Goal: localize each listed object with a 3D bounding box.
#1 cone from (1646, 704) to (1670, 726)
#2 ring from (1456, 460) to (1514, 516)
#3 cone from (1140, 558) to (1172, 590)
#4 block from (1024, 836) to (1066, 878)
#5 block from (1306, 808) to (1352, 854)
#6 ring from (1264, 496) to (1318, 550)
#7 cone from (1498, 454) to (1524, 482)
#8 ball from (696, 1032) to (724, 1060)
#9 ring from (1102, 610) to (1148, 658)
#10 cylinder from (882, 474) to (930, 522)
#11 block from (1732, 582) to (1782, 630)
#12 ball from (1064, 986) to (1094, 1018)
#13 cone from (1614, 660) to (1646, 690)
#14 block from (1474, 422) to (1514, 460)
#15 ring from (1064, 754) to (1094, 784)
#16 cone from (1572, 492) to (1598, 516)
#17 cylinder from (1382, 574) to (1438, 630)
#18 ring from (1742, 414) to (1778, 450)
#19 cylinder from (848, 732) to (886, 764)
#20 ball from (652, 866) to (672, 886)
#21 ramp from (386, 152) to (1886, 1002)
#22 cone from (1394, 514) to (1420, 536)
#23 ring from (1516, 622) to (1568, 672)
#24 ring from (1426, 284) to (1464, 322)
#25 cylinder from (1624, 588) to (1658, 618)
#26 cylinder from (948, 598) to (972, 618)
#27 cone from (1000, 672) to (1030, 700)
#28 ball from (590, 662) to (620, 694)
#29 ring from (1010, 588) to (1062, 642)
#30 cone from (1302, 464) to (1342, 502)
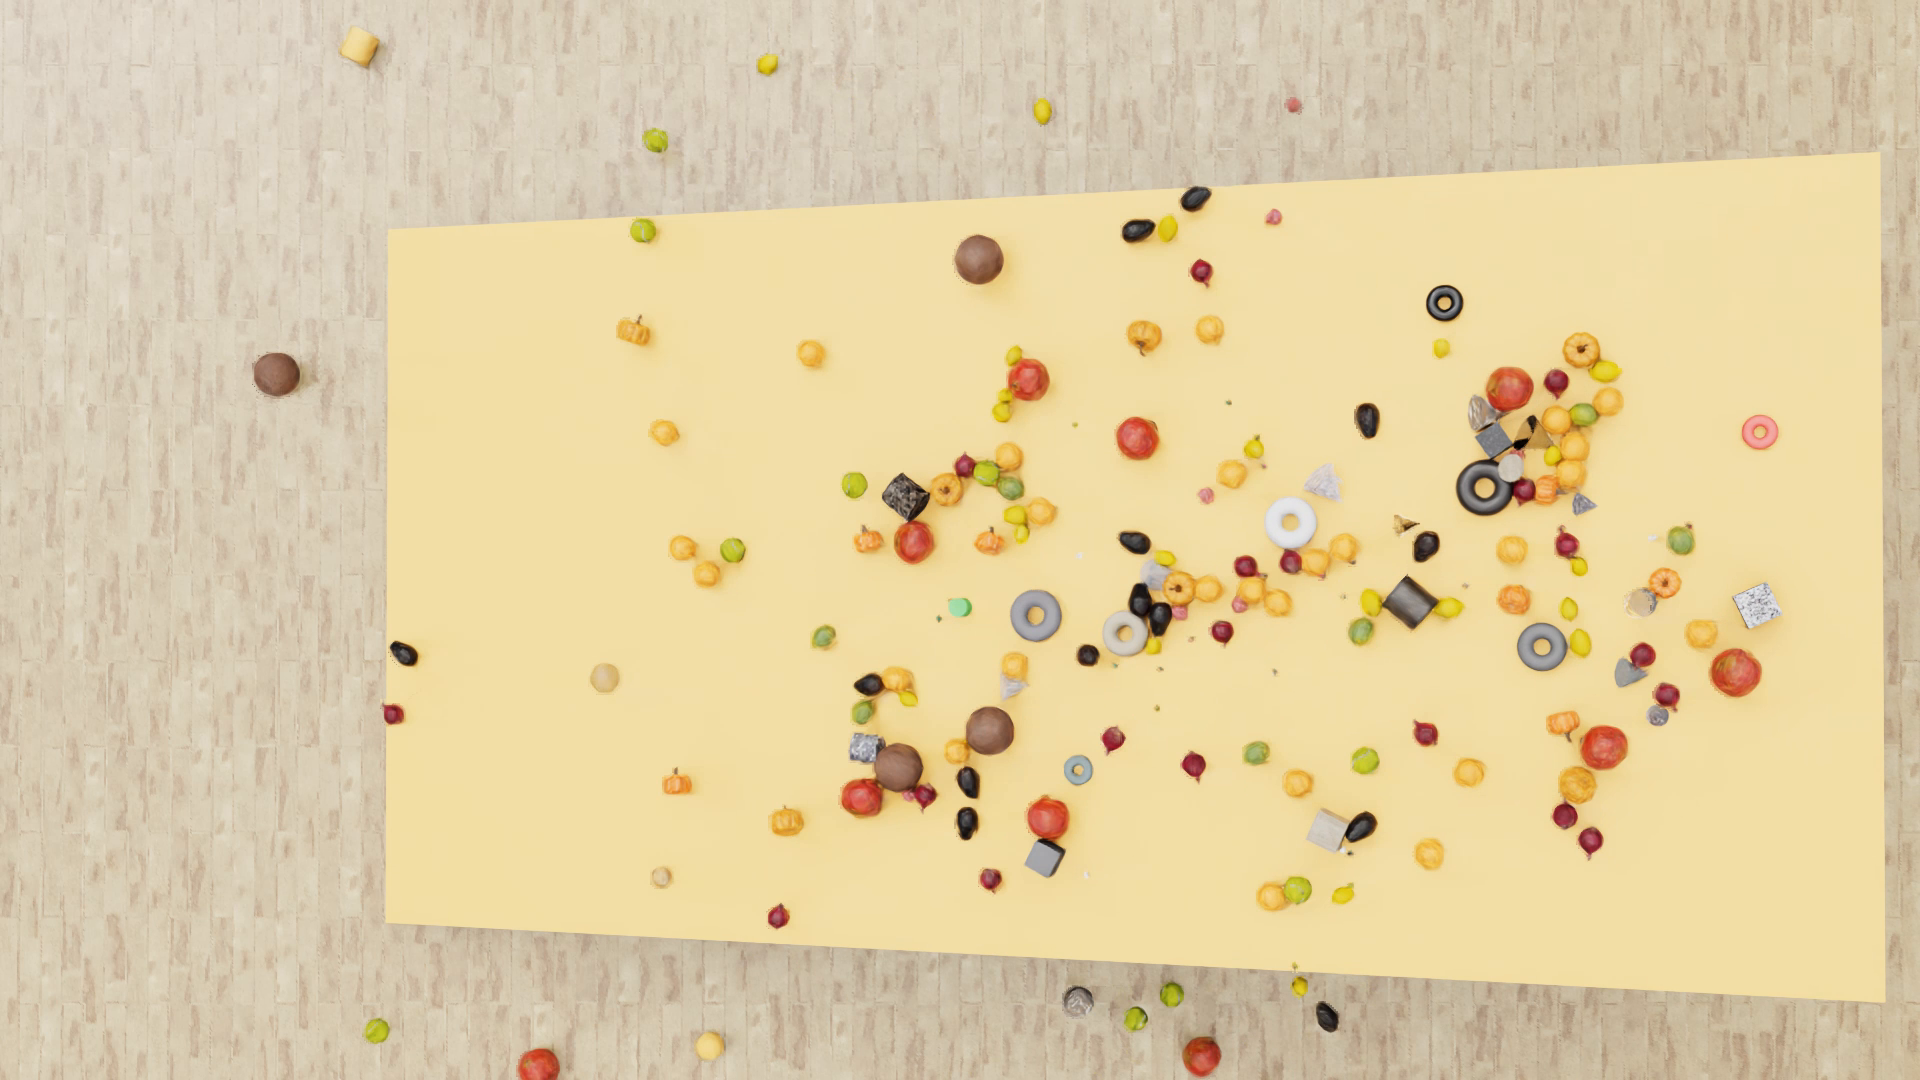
[{"bbox_3d":[1.678,0.424,5.290,0.054,0.054,0.054,0,89,17],"label":"cone"},{"bbox_3d":[1.293,-0.128,5.420,0.141,0.047,0.141,0,90,16],"label":"ring"},{"bbox_3d":[0.493,0.089,5.643,0.084,0.084,0.084,0,89,17],"label":"cone"},{"bbox_3d":[0.222,0.827,5.721,0.073,0.073,0.073,28,97,16],"label":"block"},{"bbox_3d":[0.923,0.727,5.503,0.081,0.081,0.081,26,97,16],"label":"block"},{"bbox_3d":[0.836,-0.043,5.560,0.134,0.045,0.134,0,90,17],"label":"ring"},{"bbox_3d":[1.367,-0.170,5.389,0.069,0.069,0.069,-11,74,39],"label":"cone"},{"bbox_3d":[-0.724,1.468,6.381,0.082,0.082,0.082,0,89,0],"label":"ball"},{"bbox_3d":[0.427,0.242,5.684,0.122,0.041,0.122,0,89,16],"label":"ring"},{"bbox_3d":[-0.143,-0.113,5.835,0.092,0.092,0.092,38,89,15],"label":"cylinder"},{"bbox_3d":[1.890,0.155,5.213,0.083,0.083,0.083,-26,82,15],"label":"block"},{"bbox_3d":[0.338,1.318,6.273,0.086,0.086,0.086,0,89,0],"label":"ball"},{"bbox_3d":[1.634,0.323,5.316,0.074,0.074,0.074,-7,89,-27],"label":"cone"},{"bbox_3d":[1.314,-0.243,5.405,0.066,0.066,0.066,-35,80,14],"label":"block"},{"bbox_3d":[0.308,0.598,5.722,0.079,0.026,0.079,-1,88,18],"label":"ring"},{"bbox_3d":[1.531,-0.085,5.357,0.057,0.057,0.057,5,89,-11],"label":"cone"},{"bbox_3d":[1.115,0.156,5.443,0.099,0.099,0.099,41,89,14],"label":"cylinder"},{"bbox_3d":[1.908,-0.257,5.243,0.083,0.028,0.083,0,89,19],"label":"ring"},{"bbox_3d":[-0.248,0.556,5.867,0.075,0.075,0.075,6,89,18],"label":"cylinder"},{"bbox_3d":[-0.821,0.926,6.049,0.055,0.055,0.055,0,89,0],"label":"ball"},{"bbox_3d":[0.273,0.094,5.806,4.000,0.100,2.000,0,89,17],"label":"ramp"},{"bbox_3d":[1.119,-0.039,5.483,0.058,0.058,0.058,-6,89,-10],"label":"cone"},{"bbox_3d":[1.423,0.262,5.378,0.120,0.040,0.120,-1,88,18],"label":"ring"},{"bbox_3d":[1.204,-0.588,5.462,0.094,0.031,0.094,-1,88,17],"label":"ring"},{"bbox_3d":[1.637,0.154,5.293,0.066,0.066,0.066,-1,82,5],"label":"cylinder"},{"bbox_3d":[0.001,0.178,5.810,0.051,0.051,0.051,0,89,17],"label":"cylinder"},{"bbox_3d":[0.148,0.383,5.771,0.075,0.075,0.075,-3,89,-10],"label":"cone"},{"bbox_3d":[-0.983,0.382,6.091,0.085,0.085,0.085,0,89,0],"label":"ball"},{"bbox_3d":[0.199,0.197,5.752,0.139,0.046,0.139,0,89,16],"label":"ring"},{"bbox_3d":[0.931,-0.126,5.533,0.096,0.096,0.096,-45,105,-1],"label":"cone"}]
